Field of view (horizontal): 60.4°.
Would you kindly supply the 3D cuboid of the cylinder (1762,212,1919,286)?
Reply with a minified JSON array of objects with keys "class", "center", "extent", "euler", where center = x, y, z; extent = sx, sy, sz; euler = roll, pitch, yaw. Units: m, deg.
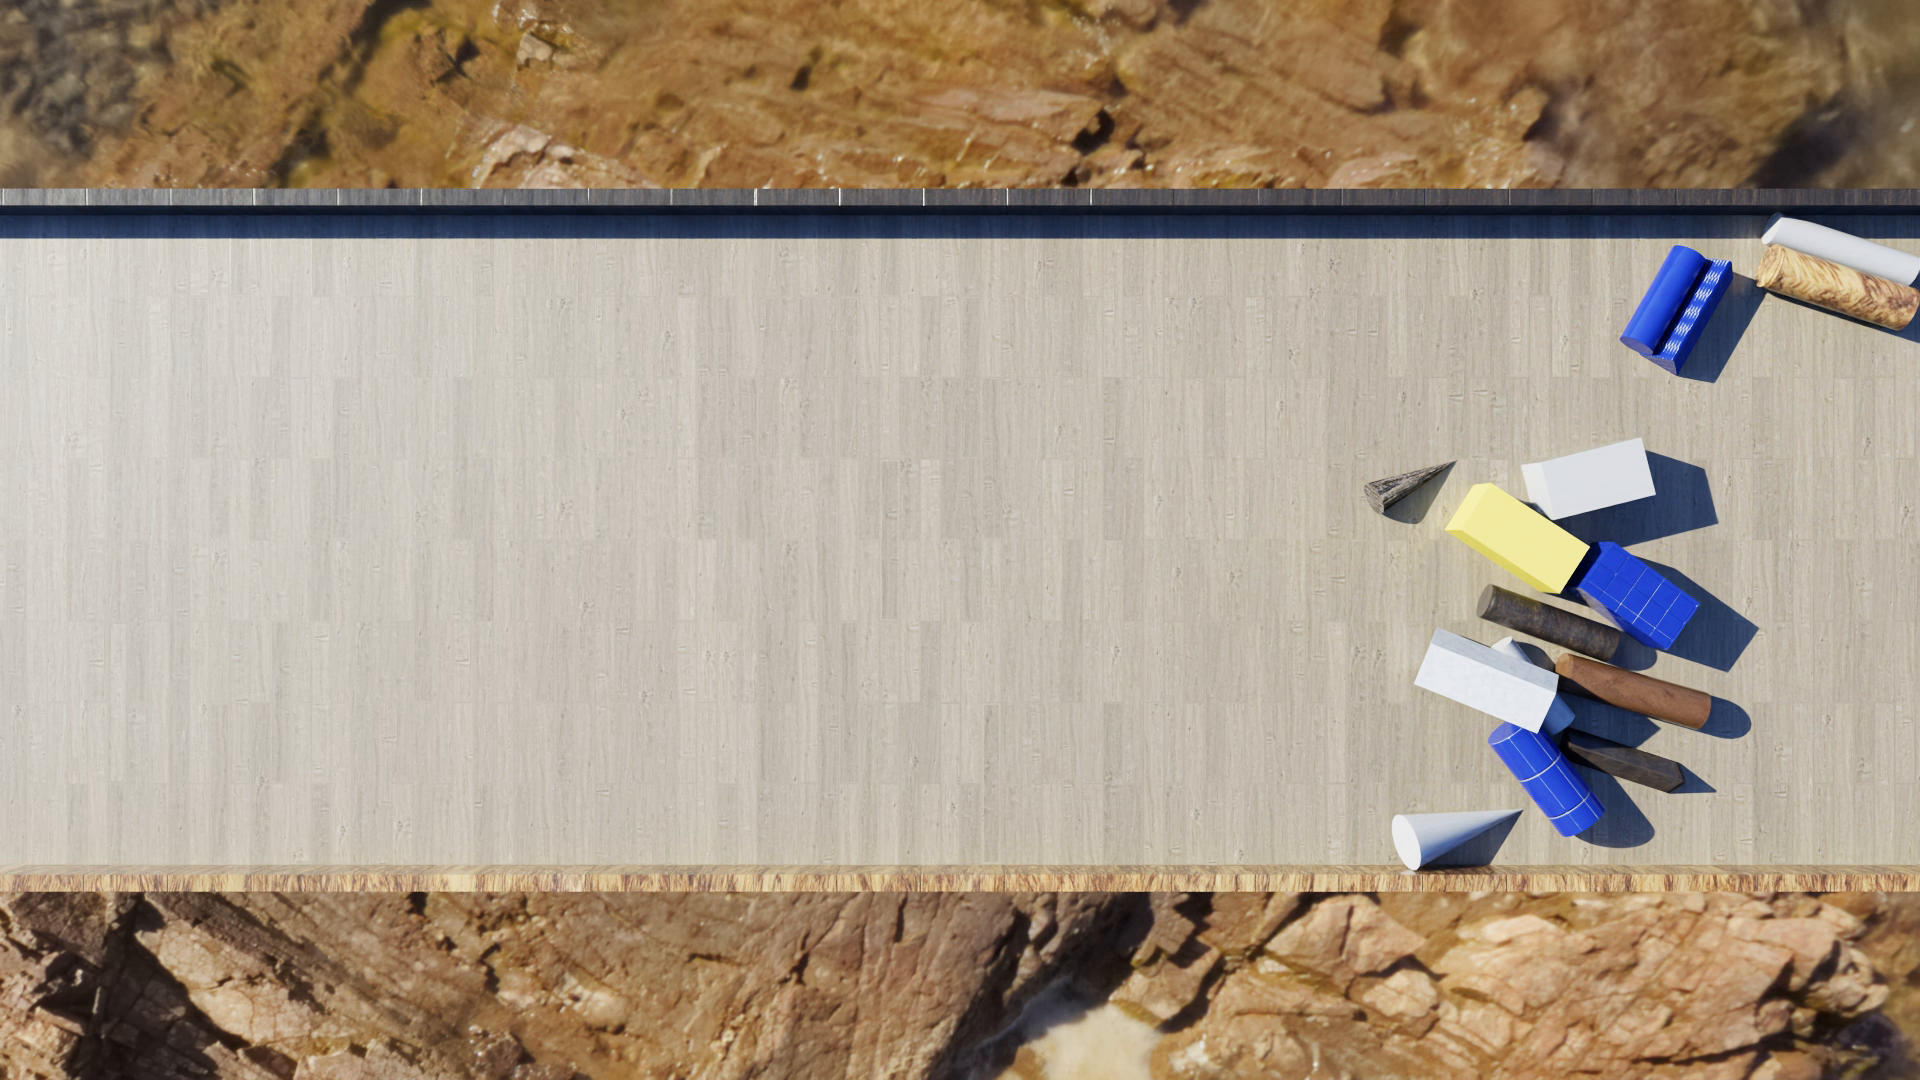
[{"class":"cylinder","center":[2.684,-0.884,5.025],"extent":[0.443,0.103,0.103],"euler":[18,90,0]}]

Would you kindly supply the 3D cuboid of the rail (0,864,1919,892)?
[{"class":"rail","center":[-2.247,1.025,5.001],"extent":[12.000,0.150,0.050],"euler":[0,90,0]}]

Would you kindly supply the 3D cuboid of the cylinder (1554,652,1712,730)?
[{"class":"cylinder","center":[2.040,0.460,5.017],"extent":[0.443,0.119,0.119],"euler":[16,90,0]}]

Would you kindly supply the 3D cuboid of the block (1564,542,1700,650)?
[{"class":"block","center":[2.027,0.166,4.992],"extent":[0.318,0.168,0.168],"euler":[35,90,0]}]

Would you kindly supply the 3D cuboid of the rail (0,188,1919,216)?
[{"class":"rail","center":[-2.247,-1.025,5.002],"extent":[12.000,0.150,0.050],"euler":[0,90,0]}]

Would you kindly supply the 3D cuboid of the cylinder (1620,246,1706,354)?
[{"class":"cylinder","center":[2.140,-0.730,5.023],"extent":[0.107,0.107,0.321],"euler":[30,90,0]}]

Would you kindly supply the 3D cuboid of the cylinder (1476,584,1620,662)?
[{"class":"cylinder","center":[1.789,0.252,5.023],"extent":[0.406,0.108,0.108],"euler":[20,90,0]}]

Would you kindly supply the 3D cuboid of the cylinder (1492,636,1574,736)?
[{"class":"cylinder","center":[1.732,0.446,5.022],"extent":[0.107,0.107,0.303],"euler":[-39,90,0]}]

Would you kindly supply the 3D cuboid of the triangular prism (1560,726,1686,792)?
[{"class":"triangular prism","center":[2.022,0.676,5.031],"extent":[0.364,0.086,0.099],"euler":[18,90,0]}]

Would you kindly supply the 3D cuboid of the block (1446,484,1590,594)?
[{"class":"block","center":[1.684,-0.005,4.994],"extent":[0.350,0.165,0.165],"euler":[33,90,0]}]

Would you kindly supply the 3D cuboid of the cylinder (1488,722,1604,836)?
[{"class":"cylinder","center":[1.776,0.709,4.999],"extent":[0.156,0.156,0.358],"euler":[-38,90,0]}]

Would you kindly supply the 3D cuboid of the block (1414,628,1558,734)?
[{"class":"block","center":[1.575,0.417,4.938],"extent":[0.376,0.141,0.141],"euler":[22,115,15]}]

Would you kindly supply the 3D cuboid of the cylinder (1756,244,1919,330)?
[{"class":"cylinder","center":[2.663,-0.767,5.010],"extent":[0.437,0.134,0.134],"euler":[18,90,0]}]

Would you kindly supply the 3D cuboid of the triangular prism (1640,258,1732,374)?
[{"class":"triangular prism","center":[2.232,-0.688,5.017],"extent":[0.130,0.113,0.346],"euler":[30,90,0]}]

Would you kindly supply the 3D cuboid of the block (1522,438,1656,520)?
[{"class":"block","center":[1.897,-0.183,4.989],"extent":[0.308,0.175,0.175],"euler":[-14,90,0]}]

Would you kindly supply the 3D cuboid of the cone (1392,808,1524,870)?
[{"class":"cone","center":[1.545,0.872,5.035],"extent":[0.407,0.169,0.169],"euler":[-13,90,-12]}]

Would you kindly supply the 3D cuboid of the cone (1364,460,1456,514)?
[{"class":"cone","center":[1.398,-0.186,5.051],"extent":[0.303,0.103,0.103],"euler":[-24,90,-10]}]
